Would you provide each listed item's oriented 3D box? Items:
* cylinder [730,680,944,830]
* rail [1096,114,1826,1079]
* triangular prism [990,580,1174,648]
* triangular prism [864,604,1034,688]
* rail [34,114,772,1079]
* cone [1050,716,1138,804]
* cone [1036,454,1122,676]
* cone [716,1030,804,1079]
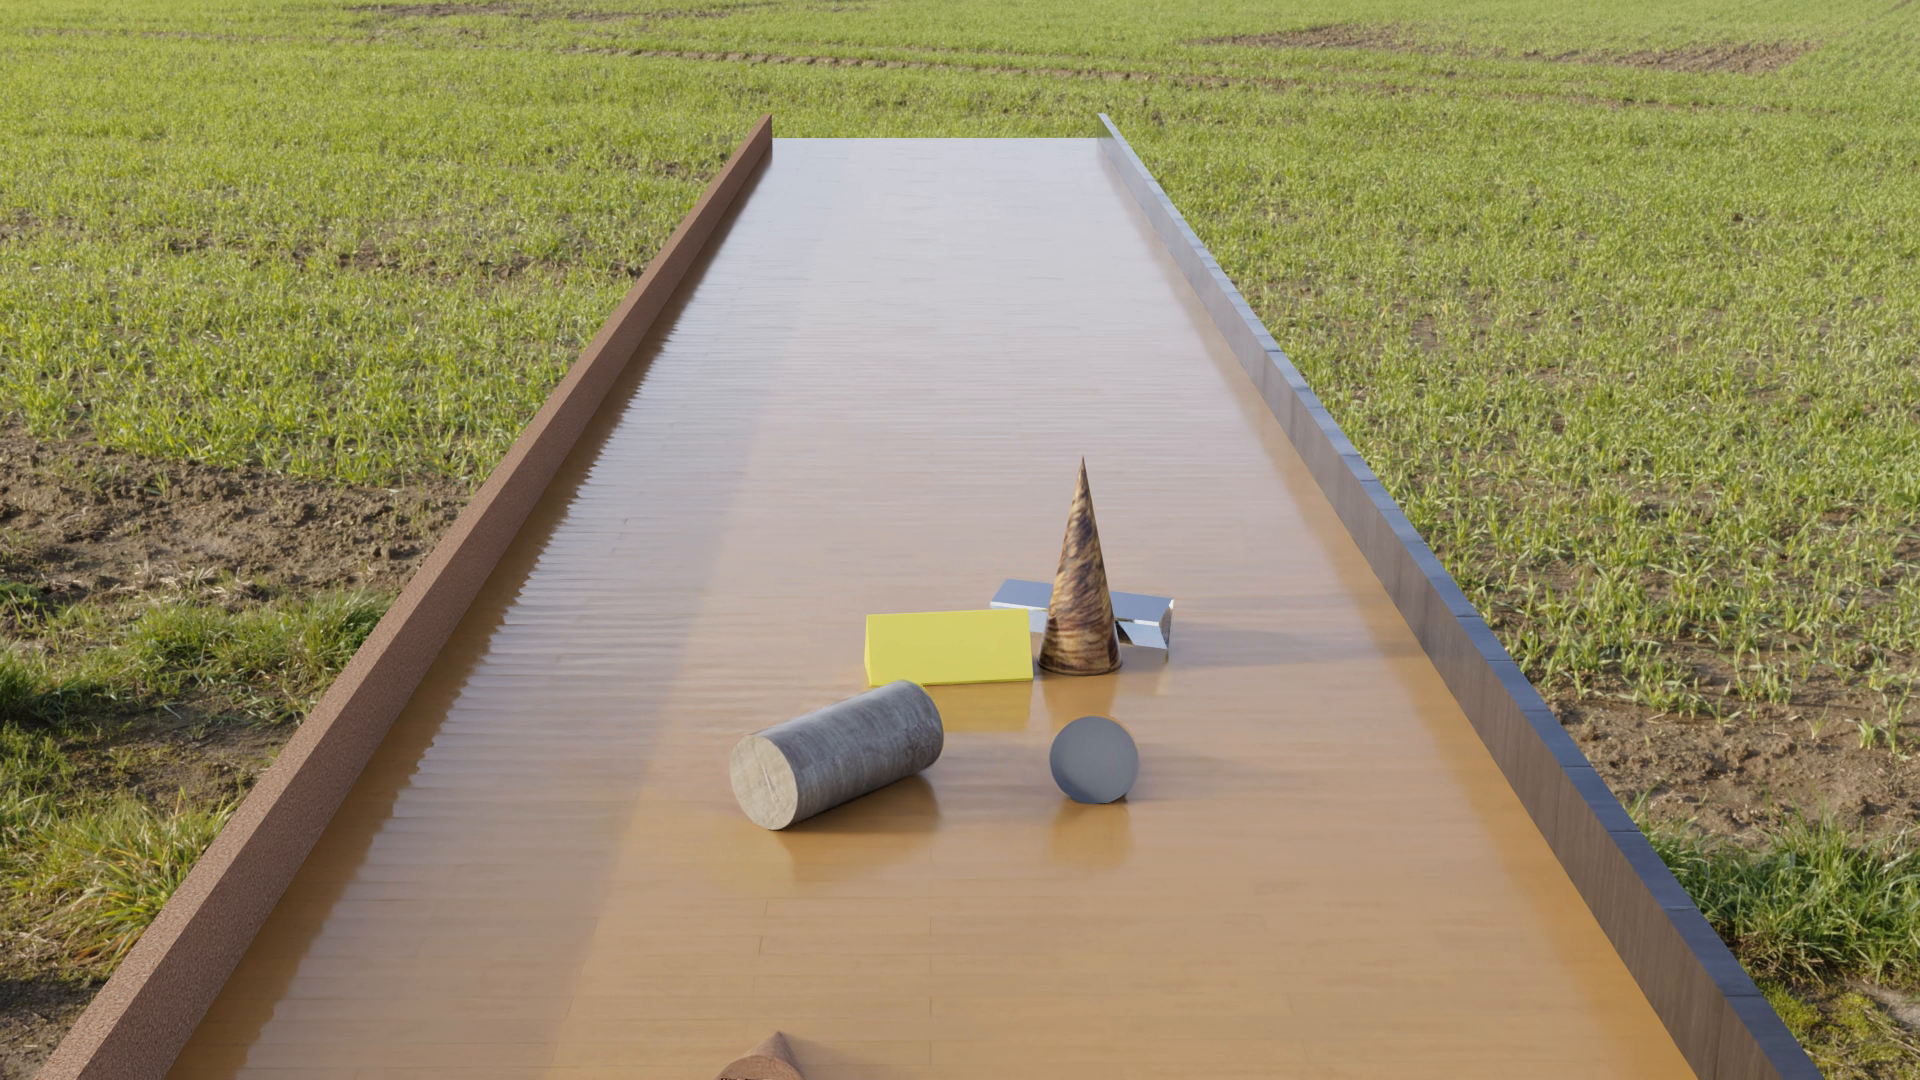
[{"bbox_3d":[-0.206,0.361,3.730,0.163,0.163,0.350,14,22,40],"label":"cylinder"},{"bbox_3d":[0.932,-0.844,7.801,0.050,0.150,12.000,0,17,-1],"label":"rail"},{"bbox_3d":[0.255,0.138,4.526,0.361,0.102,0.088,7,61,21],"label":"triangular prism"},{"bbox_3d":[-0.025,0.200,4.326,0.317,0.123,0.142,-6,22,-8],"label":"triangular prism"},{"bbox_3d":[-1.118,-0.838,7.780,0.050,0.150,12.000,0,17,-1],"label":"rail"},{"bbox_3d":[0.250,0.366,3.869,0.151,0.151,0.307,3,3,9],"label":"cone"},{"bbox_3d":[0.240,0.038,4.345,0.172,0.430,0.172,0,17,0],"label":"cone"},{"bbox_3d":[-0.246,0.678,2.837,0.126,0.126,0.305,0,5,0],"label":"cone"}]
